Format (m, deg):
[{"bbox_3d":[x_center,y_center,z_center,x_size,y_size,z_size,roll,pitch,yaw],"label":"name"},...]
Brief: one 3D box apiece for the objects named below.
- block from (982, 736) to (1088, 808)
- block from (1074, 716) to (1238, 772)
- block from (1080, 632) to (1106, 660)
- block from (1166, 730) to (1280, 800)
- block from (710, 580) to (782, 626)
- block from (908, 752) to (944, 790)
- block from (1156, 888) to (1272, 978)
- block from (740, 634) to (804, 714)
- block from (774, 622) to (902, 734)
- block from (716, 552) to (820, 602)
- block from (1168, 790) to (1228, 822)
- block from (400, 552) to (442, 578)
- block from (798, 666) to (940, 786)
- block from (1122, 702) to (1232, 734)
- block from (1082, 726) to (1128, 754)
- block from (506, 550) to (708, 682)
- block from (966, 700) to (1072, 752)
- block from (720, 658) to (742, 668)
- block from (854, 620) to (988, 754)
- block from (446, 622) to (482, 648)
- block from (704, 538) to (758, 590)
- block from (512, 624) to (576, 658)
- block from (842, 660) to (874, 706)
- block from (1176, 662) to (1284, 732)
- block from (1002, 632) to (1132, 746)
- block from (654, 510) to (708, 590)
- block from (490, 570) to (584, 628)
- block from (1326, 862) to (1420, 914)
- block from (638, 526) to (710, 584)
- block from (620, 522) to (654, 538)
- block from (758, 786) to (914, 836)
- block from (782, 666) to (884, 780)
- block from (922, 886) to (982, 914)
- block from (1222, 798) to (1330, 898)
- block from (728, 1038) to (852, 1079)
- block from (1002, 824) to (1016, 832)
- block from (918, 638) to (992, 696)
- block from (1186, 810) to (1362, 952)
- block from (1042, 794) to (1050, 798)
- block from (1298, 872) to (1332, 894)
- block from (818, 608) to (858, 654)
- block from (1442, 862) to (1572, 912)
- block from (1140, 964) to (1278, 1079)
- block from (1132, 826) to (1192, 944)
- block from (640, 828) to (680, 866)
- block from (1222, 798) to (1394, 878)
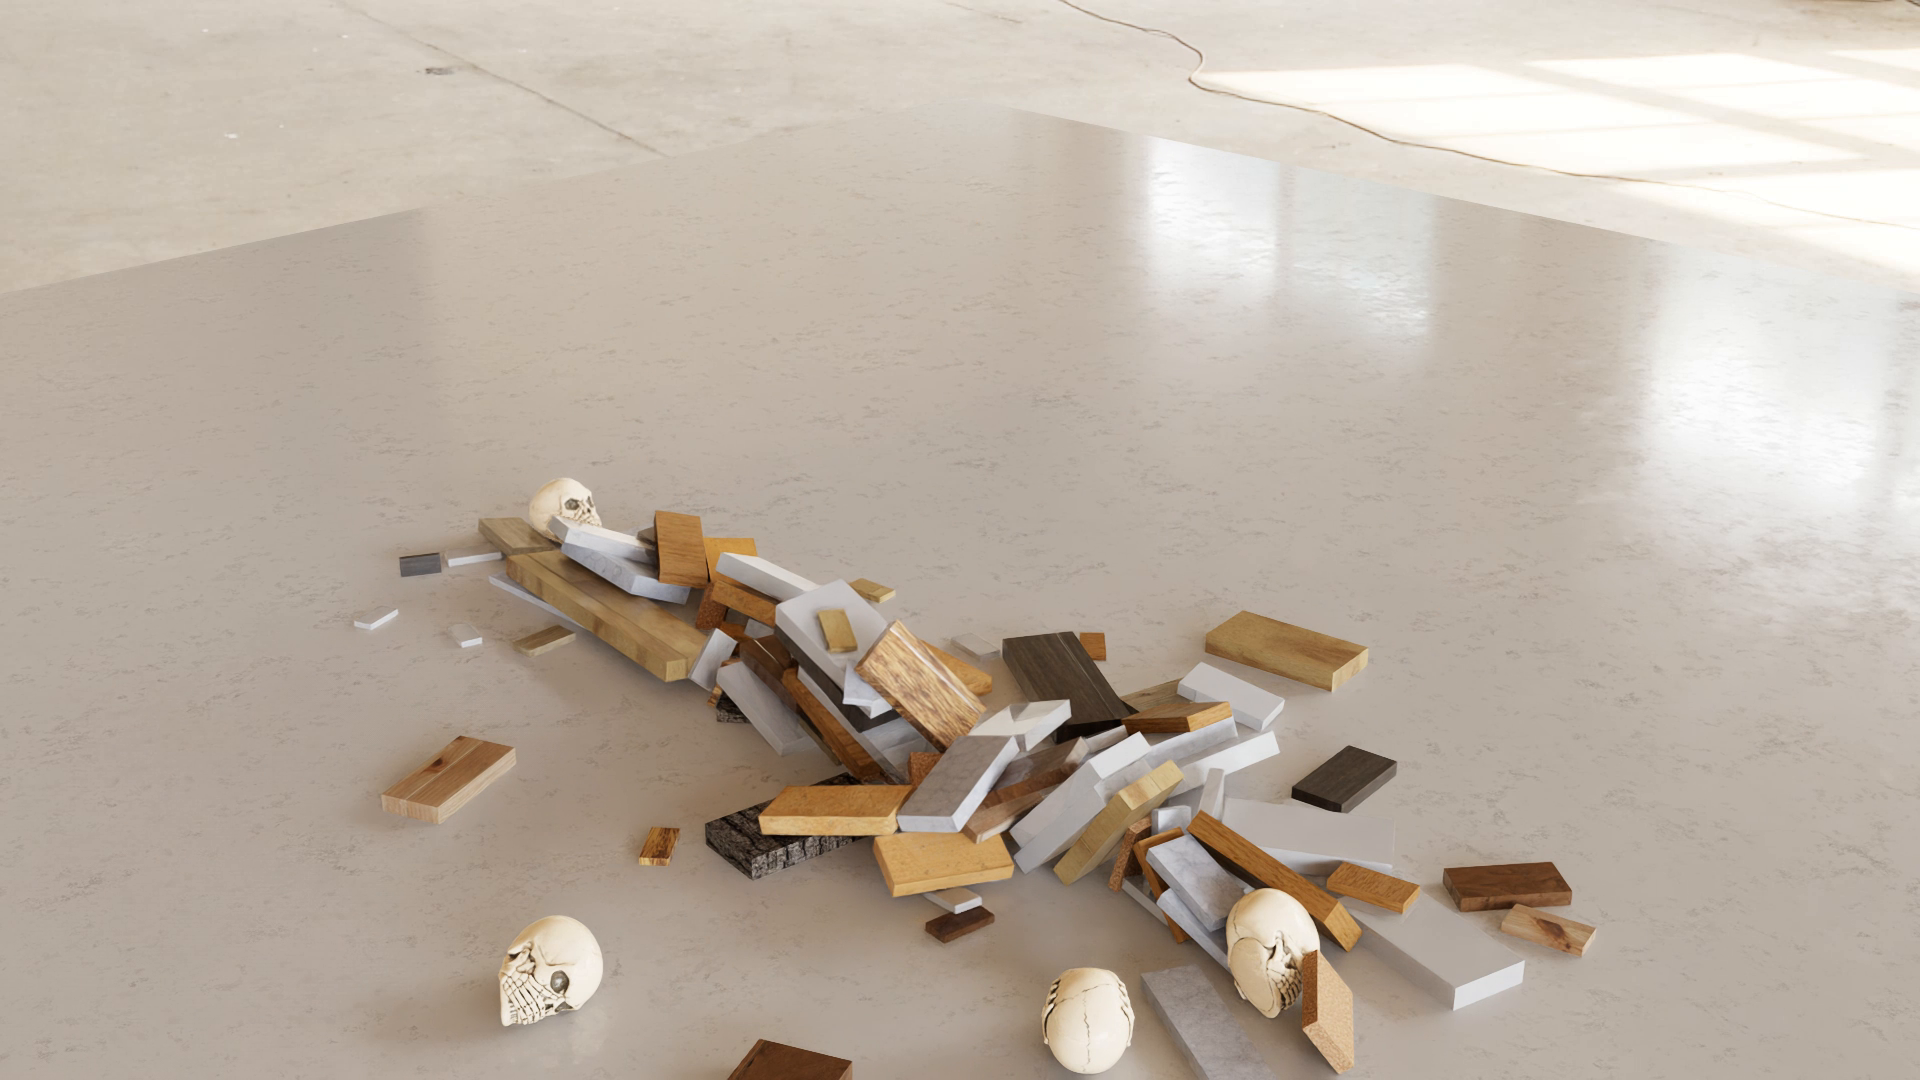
[{"bbox_3d":[0.141,0.446,4.212,0.209,0.030,0.104,-25,16,37],"label":"block"},{"bbox_3d":[0.399,0.437,4.588,0.334,0.047,0.167,-17,4,-34],"label":"block"},{"bbox_3d":[0.311,0.249,5.152,0.058,0.016,0.116,1,23,1],"label":"block"},{"bbox_3d":[0.444,0.478,4.473,0.405,0.047,0.167,-17,-1,-33],"label":"block"},{"bbox_3d":[-0.407,0.182,5.170,0.355,0.048,0.169,21,1,40],"label":"block"},{"bbox_3d":[-0.032,0.520,4.336,0.121,0.034,0.241,4,40,-10],"label":"block"},{"bbox_3d":[0.460,0.694,3.978,0.197,0.028,0.099,42,44,22],"label":"block"},{"bbox_3d":[-0.360,0.285,4.782,0.132,0.037,0.265,-14,32,-30],"label":"block"},{"bbox_3d":[-0.228,0.253,4.592,0.169,0.048,0.338,-19,47,-30],"label":"block"},{"bbox_3d":[-0.404,0.118,5.271,0.336,0.048,0.168,24,6,26],"label":"block"},{"bbox_3d":[0.465,0.570,4.374,0.116,0.033,0.231,5,23,11],"label":"block"},{"bbox_3d":[-1.362,0.063,5.549,0.100,0.050,0.014,-7,24,-16],"label":"block"},{"bbox_3d":[-0.151,0.393,4.527,0.121,0.034,0.474,-20,46,-33],"label":"block"},{"bbox_3d":[0.457,0.377,4.654,0.116,0.033,0.231,-17,4,-32],"label":"block"},{"bbox_3d":[0.241,0.441,4.617,0.211,0.030,0.105,-17,-4,-34],"label":"block"},{"bbox_3d":[-0.828,0.170,5.246,0.168,0.048,0.790,-8,22,-37],"label":"block"},{"bbox_3d":[0.121,0.388,4.563,0.131,0.037,0.372,-6,5,17],"label":"block"},{"bbox_3d":[-0.467,0.282,4.937,0.065,0.018,0.130,24,22,36],"label":"block"},{"bbox_3d":[-0.078,0.299,4.443,0.131,0.263,0.037,-52,14,-30],"label":"block"},{"bbox_3d":[-1.175,0.225,5.213,0.050,0.014,0.100,-14,27,-29],"label":"block"},{"bbox_3d":[-0.563,0.078,5.458,0.130,0.037,0.259,1,31,-14],"label":"block"},{"bbox_3d":[-0.979,0.238,5.175,0.067,0.019,0.134,20,30,39],"label":"block"},{"bbox_3d":[-0.203,0.287,4.429,0.057,0.016,0.114,6,39,-3],"label":"block"},{"bbox_3d":[0.597,0.345,4.851,0.211,0.030,0.105,24,36,25],"label":"block"},{"bbox_3d":[0.235,0.328,4.927,0.170,0.048,0.447,-6,24,-13],"label":"block"},{"bbox_3d":[-0.698,0.021,5.478,0.116,0.033,0.397,9,21,-13],"label":"block"},{"bbox_3d":[-0.993,0.149,5.384,0.452,0.019,0.067,21,30,40],"label":"block"},{"bbox_3d":[0.769,0.646,4.091,0.152,0.022,0.076,15,27,31],"label":"block"},{"bbox_3d":[-0.682,0.030,5.597,0.281,0.037,0.130,28,35,35],"label":"block"},{"bbox_3d":[-0.810,-0.003,5.725,0.231,0.033,0.116,-21,30,-40],"label":"block"},{"bbox_3d":[-0.237,0.525,4.279,0.275,0.039,0.137,-3,19,21],"label":"block"},{"bbox_3d":[-0.235,0.367,4.601,0.132,0.037,0.318,-15,44,-31],"label":"block"},{"bbox_3d":[-0.017,0.670,4.135,0.058,0.017,0.117,-15,17,-31],"label":"block"},{"bbox_3d":[0.594,0.606,4.296,0.104,0.030,0.375,16,28,33],"label":"block"},{"bbox_3d":[-0.318,0.929,3.510,0.170,0.048,0.339,9,25,20],"label":"block"},{"bbox_3d":[0.065,0.498,4.333,0.090,0.025,0.179,-13,42,-28],"label":"block"},{"bbox_3d":[-0.069,0.301,5.002,0.137,0.039,0.275,-18,29,-37],"label":"block"},{"bbox_3d":[0.576,0.624,4.032,0.328,0.164,0.046,32,79,37],"label":"block"},{"bbox_3d":[0.201,0.519,4.444,0.179,0.025,0.090,-17,-7,-35],"label":"block"},{"bbox_3d":[0.737,0.639,4.227,0.152,0.022,0.076,-10,25,-21],"label":"block"},{"bbox_3d":[-0.253,0.188,4.540,0.057,0.016,0.114,-6,41,-17],"label":"block"},{"bbox_3d":[1.037,0.658,4.172,0.214,0.030,0.107,-3,23,-6],"label":"block"},{"bbox_3d":[0.542,0.999,3.368,0.107,0.030,1.207,-7,24,-15],"label":"block"},{"bbox_3d":[0.404,0.637,4.061,0.099,0.028,0.197,-15,70,-31],"label":"block"},{"bbox_3d":[-0.589,0.602,4.321,0.058,0.016,0.116,2,23,4],"label":"block"},{"bbox_3d":[0.671,0.582,4.257,0.328,0.046,0.164,7,25,10],"label":"block"}]
